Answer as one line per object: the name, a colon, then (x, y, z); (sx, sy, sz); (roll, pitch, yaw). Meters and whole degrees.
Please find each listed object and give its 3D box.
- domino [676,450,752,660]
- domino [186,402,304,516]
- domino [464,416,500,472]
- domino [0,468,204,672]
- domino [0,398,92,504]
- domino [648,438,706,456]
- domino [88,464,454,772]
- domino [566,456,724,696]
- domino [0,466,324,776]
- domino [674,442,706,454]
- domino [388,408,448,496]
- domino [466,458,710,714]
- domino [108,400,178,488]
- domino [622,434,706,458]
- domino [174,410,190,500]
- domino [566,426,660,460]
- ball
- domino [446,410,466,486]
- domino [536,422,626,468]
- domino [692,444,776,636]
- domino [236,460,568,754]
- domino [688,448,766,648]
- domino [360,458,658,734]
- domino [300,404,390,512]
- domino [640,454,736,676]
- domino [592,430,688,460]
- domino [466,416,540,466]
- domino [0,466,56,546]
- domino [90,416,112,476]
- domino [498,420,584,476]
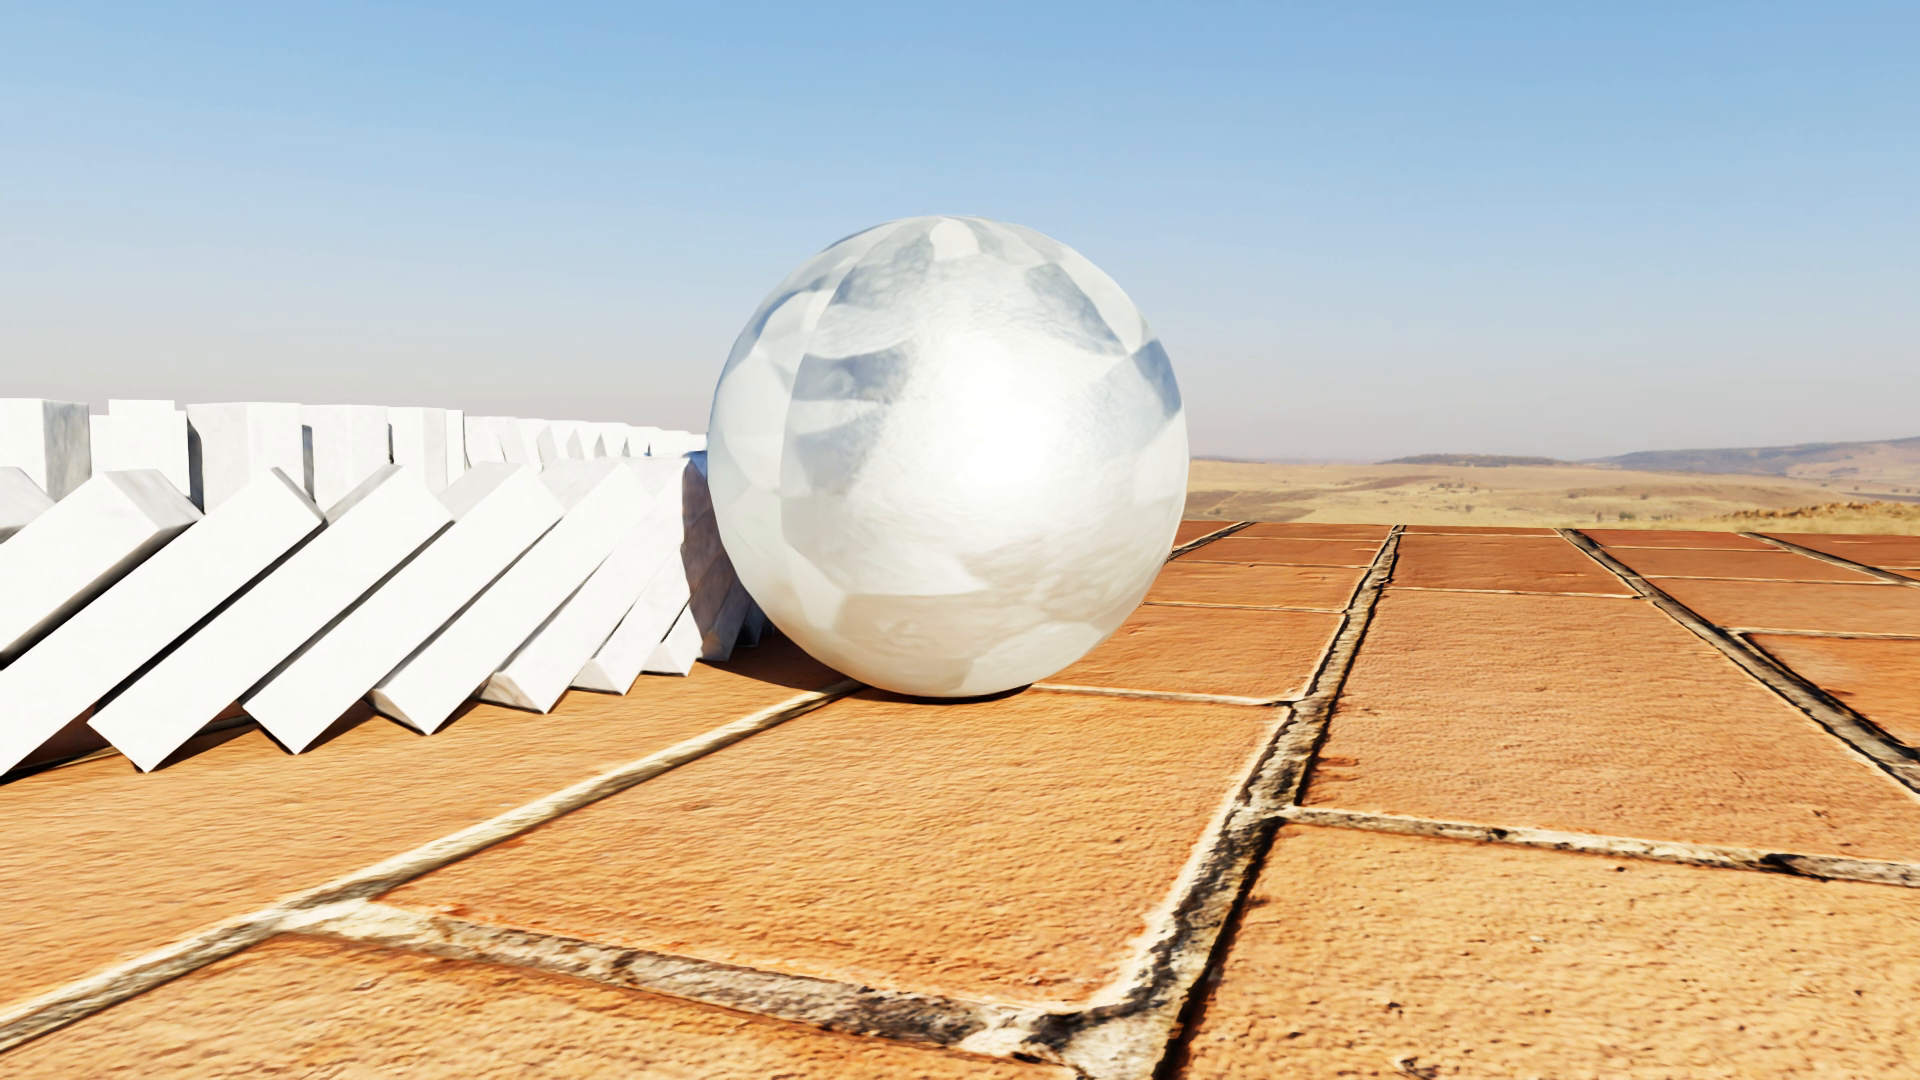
domino: (-0.054, 0.002, 0.268); (0.025, 0.010, 0.050); (1, 47, 14)
domino: (-0.136, -0.001, 0.244); (0.025, 0.050, 0.009); (3, 5, 36)
domino: (-0.144, -0.012, 0.388); (0.009, 0.050, 0.025); (-13, 1, 12)
domino: (-0.125, 0.011, 0.166); (0.050, 0.010, 0.025); (-42, 15, -11)
domino: (-0.162, 0.001, 0.226); (0.009, 0.050, 0.025); (-1, 5, -19)
domino: (-0.065, -0.004, 0.329); (0.025, 0.050, 0.009); (-2, -37, -20)
domino: (-0.098, 0.009, 0.183); (0.050, 0.009, 0.025); (-45, 24, -19)
domino: (-0.060, 0.005, 0.236); (0.025, 0.009, 0.050); (2, 46, 29)
domino: (-0.111, 0.010, 0.175); (0.050, 0.009, 0.025); (-44, 20, -16)
domino: (-0.058, -0.003, 0.315); (0.025, 0.050, 0.009); (-1, -38, -9)
domino: (-0.123, -0.003, 0.274); (0.025, 0.050, 0.010); (1, 4, 8)
domino: (-0.066, 0.006, 0.221); (0.025, 0.009, 0.050); (3, 46, 36)
domino: (-0.147, 0.000, 0.233); (0.010, 0.050, 0.025); (-3, 5, -32)
domino: (-0.073, -0.006, 0.342); (0.025, 0.050, 0.010); (-2, -34, -27)
domino: (-0.186, -0.005, 0.307); (0.025, 0.050, 0.009); (4, 6, 42)
domino: (-0.093, -0.008, 0.364); (0.025, 0.050, 0.009); (-4, -26, -40)
ball: (-0.002, -0.014, 0.216); (0.080, 0.080, 0.080); (0, 4, 0)
domino: (-0.125, -0.004, 0.290); (0.025, 0.050, 0.009); (-1, 5, -18)
domino: (-0.104, -0.010, 0.374); (0.025, 0.050, 0.010); (-4, -22, -46)
domino: (-0.053, -0.001, 0.299); (0.025, 0.050, 0.009); (0, -40, 3)
domino: (-0.085, 0.008, 0.194); (0.050, 0.009, 0.025); (-47, 28, -23)
domino: (-0.053, 0.000, 0.283); (0.025, 0.009, 0.050); (1, 49, 8)
domino: (-0.074, 0.007, 0.206); (0.025, 0.009, 0.050); (5, 47, 47)
domino: (-0.128, -0.002, 0.258); (0.025, 0.050, 0.009); (2, 5, 22)
domino: (-0.057, 0.003, 0.252); (0.025, 0.010, 0.050); (1, 46, 19)
domino: (-0.083, -0.007, 0.354); (0.025, 0.050, 0.010); (-3, -31, -34)
domino: (-0.131, -0.011, 0.385); (0.010, 0.050, 0.025); (-19, -2, 20)
domino: (-0.140, 0.011, 0.159); (0.050, 0.009, 0.025); (-41, 11, -6)
domino: (-0.239, -0.009, 0.351); (0.025, 0.050, 0.009); (3, 5, 38)
domino: (-0.117, -0.011, 0.381); (0.009, 0.050, 0.025); (-25, -9, 31)
